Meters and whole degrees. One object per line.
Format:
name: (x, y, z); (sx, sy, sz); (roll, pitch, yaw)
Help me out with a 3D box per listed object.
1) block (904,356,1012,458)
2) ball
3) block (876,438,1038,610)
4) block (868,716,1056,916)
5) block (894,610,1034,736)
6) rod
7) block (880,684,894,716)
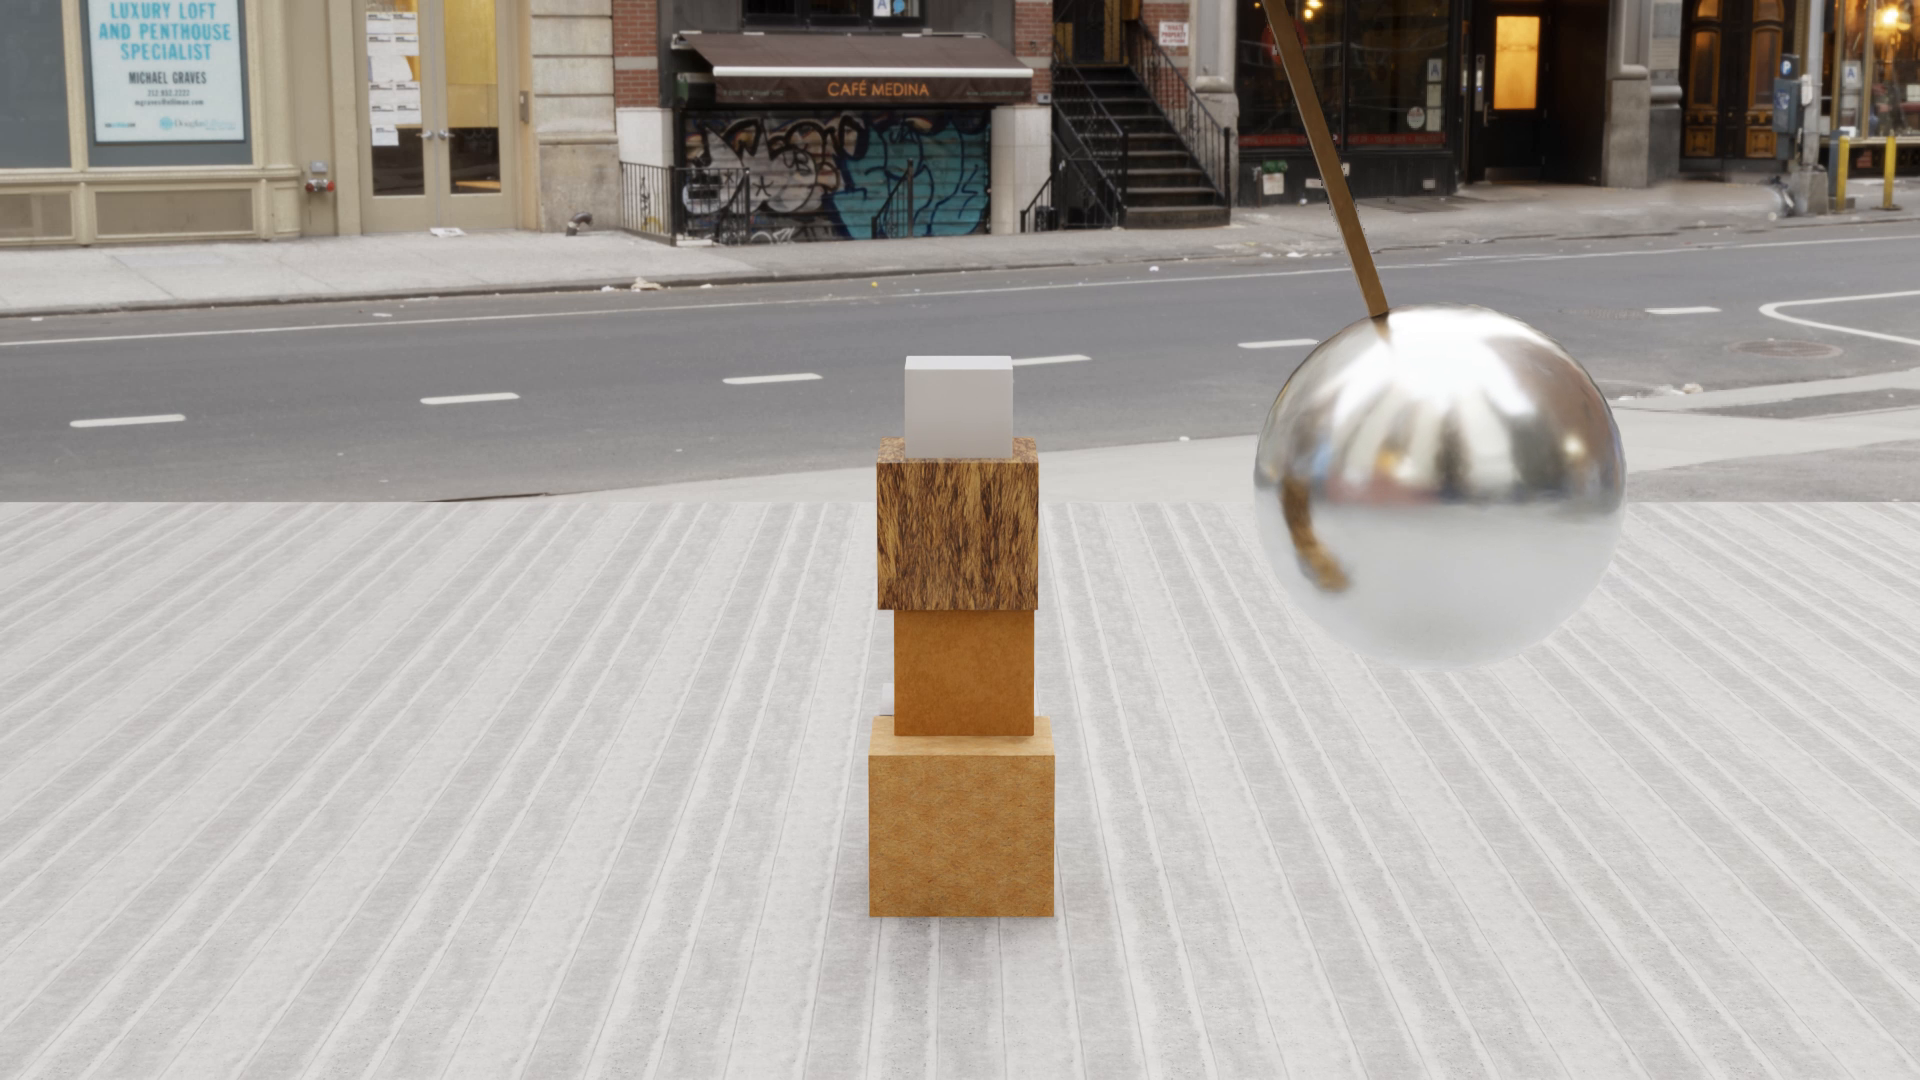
block: (-0.005, -0.577, 11.058); (0.455, 0.379, 0.470); (0, 11, 0)
ball: (2.074, -0.234, 11.138); (1.600, 1.600, 1.600); (0, 10, 0)
block: (-0.009, -0.081, 11.155); (0.680, 0.631, 0.713); (0, 11, 0)
block: (0.007, 1.185, 11.085); (0.779, 0.703, 0.663); (0, 10, 0)
block: (0.018, 0.504, 11.269); (0.600, 0.563, 0.628); (0, 11, 0)
rod: (0.899, -3.373, 10.567); (0.080, 5.200, 0.080); (-20, 10, 4)
block: (-0.013, 1.068, 11.716); (0.688, 0.707, 0.601); (0, 10, 0)
